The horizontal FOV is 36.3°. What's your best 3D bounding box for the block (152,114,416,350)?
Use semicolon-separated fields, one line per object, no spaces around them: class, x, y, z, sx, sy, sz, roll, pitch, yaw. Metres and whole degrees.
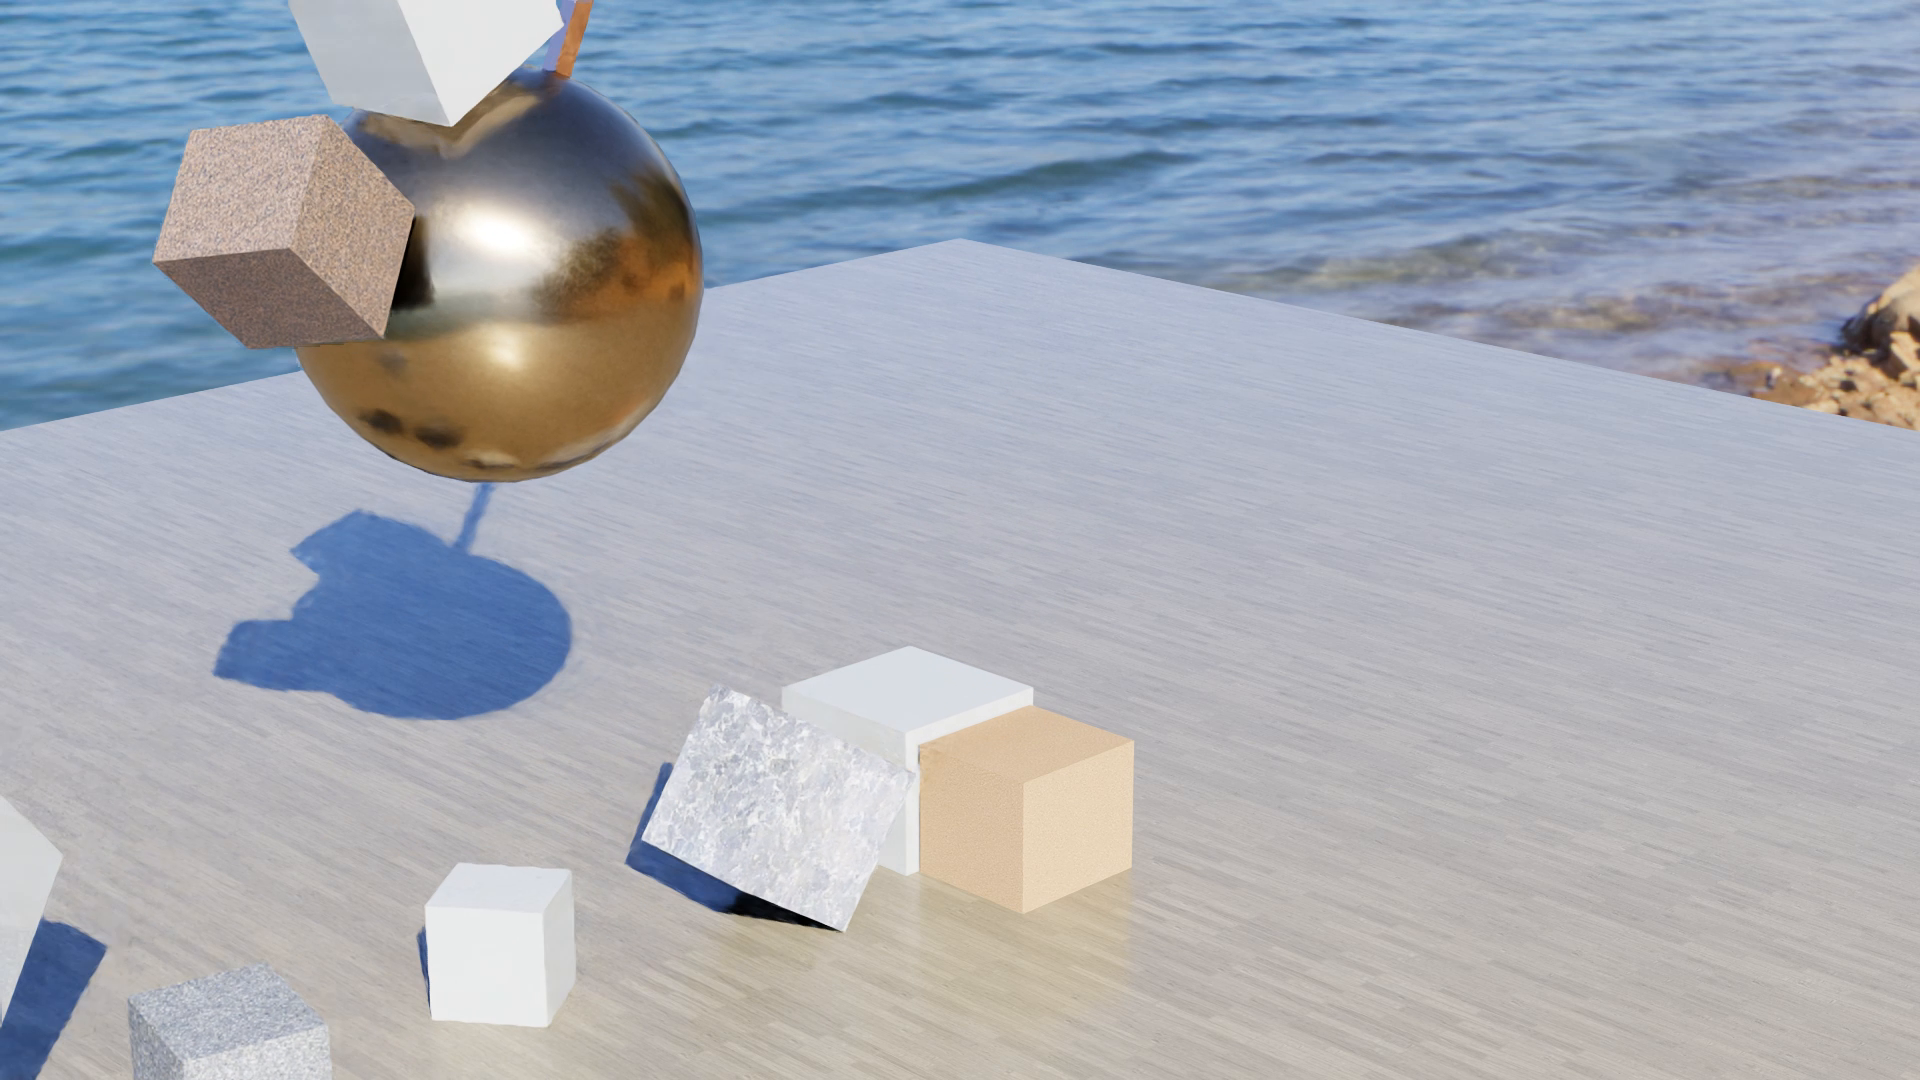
block;-2.314;-1.050;10.078;0.555;0.531;0.583;-3;-28;22

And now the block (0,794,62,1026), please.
block;-3.572;1.222;9.869;0.651;0.739;0.740;10;-25;9

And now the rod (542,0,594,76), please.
rod;-0.770;-4.261;11.196;0.080;5.200;0.080;17;-1;42

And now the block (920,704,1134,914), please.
block;0.304;1.219;13.419;0.726;0.627;0.655;-17;24;-42

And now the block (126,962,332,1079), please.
block;-2.740;2.015;11.030;0.551;0.541;0.639;-11;21;-31

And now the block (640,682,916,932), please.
block;-0.797;1.174;12.915;0.701;0.759;0.693;19;-8;46

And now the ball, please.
ball;-1.776;-1.013;11.161;1.600;1.600;1.600;0;17;0

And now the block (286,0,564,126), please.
block;-1.948;-1.956;10.612;0.609;0.563;0.656;15;50;33

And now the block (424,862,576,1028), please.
block;-1.899;1.676;12.160;0.493;0.511;0.436;3;18;8

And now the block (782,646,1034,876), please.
block;-0.246;1.028;13.901;0.835;0.703;0.833;-17;24;-42
